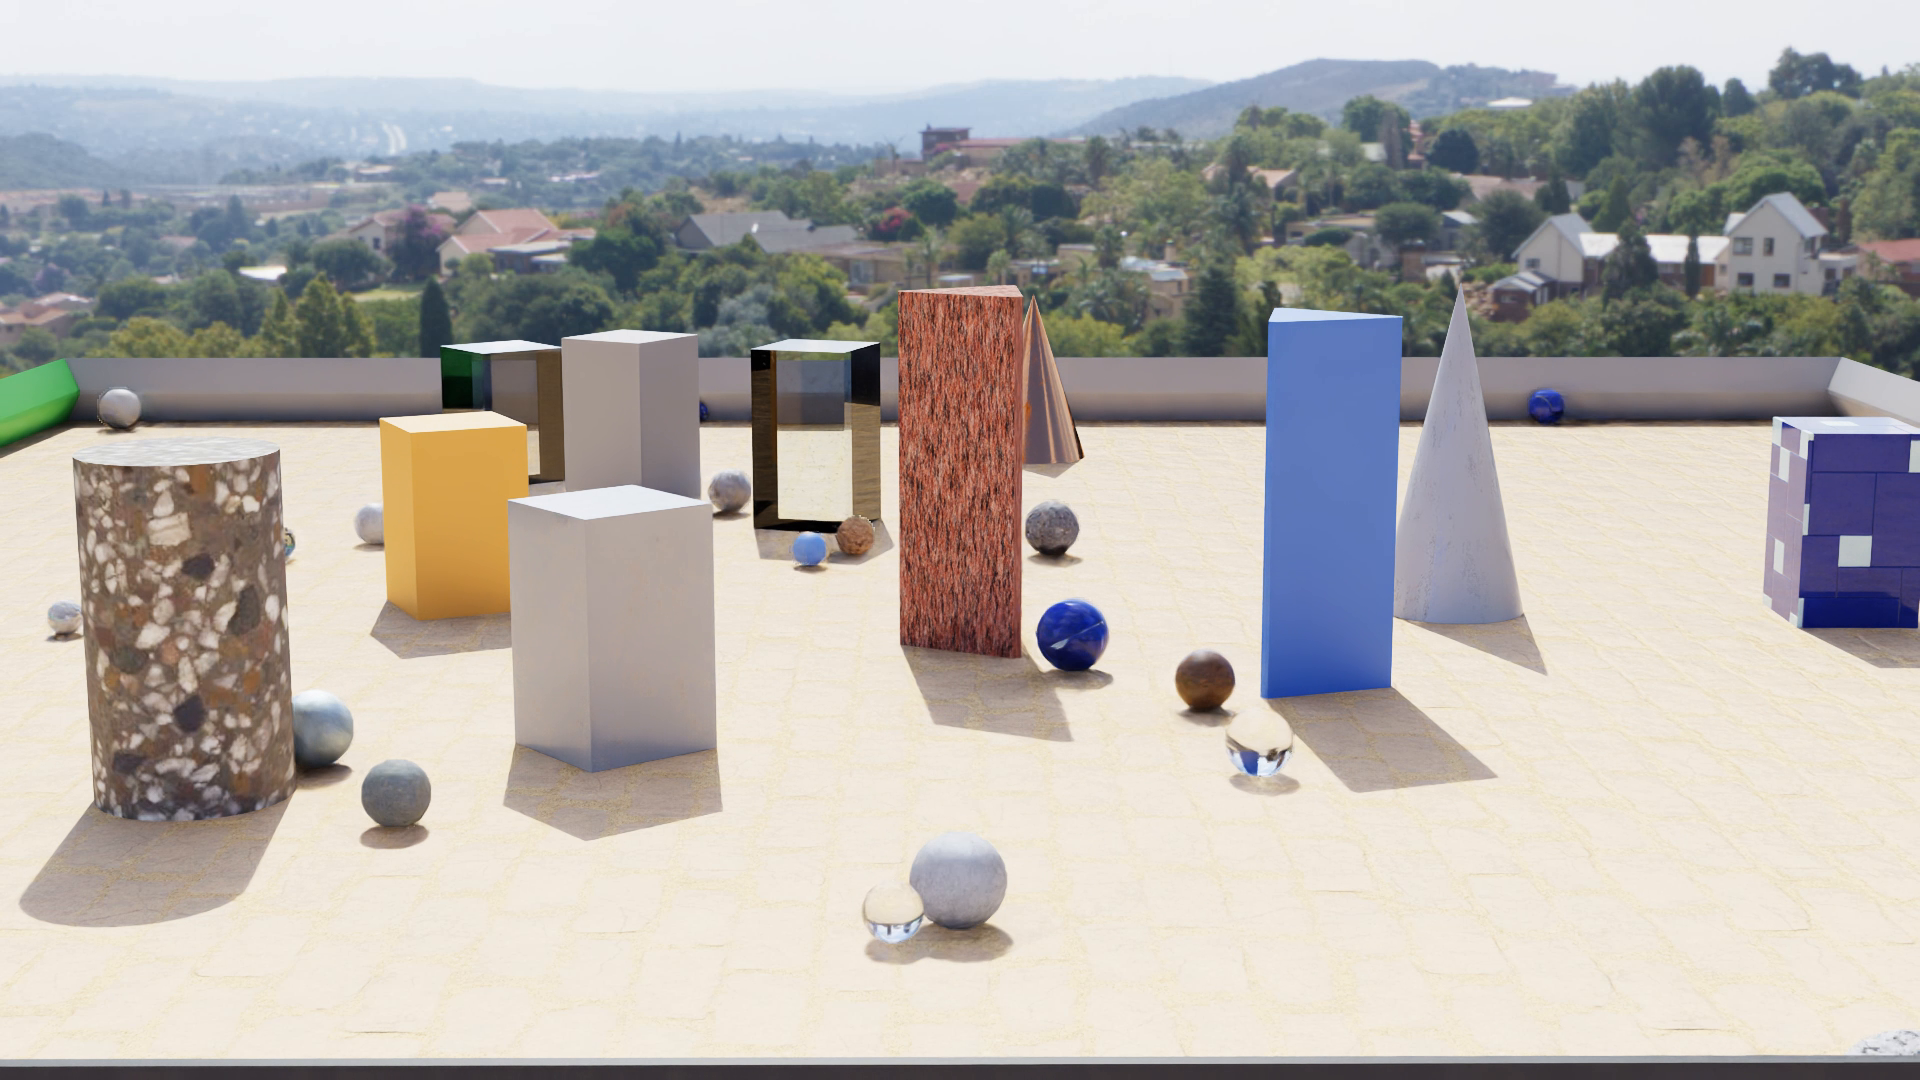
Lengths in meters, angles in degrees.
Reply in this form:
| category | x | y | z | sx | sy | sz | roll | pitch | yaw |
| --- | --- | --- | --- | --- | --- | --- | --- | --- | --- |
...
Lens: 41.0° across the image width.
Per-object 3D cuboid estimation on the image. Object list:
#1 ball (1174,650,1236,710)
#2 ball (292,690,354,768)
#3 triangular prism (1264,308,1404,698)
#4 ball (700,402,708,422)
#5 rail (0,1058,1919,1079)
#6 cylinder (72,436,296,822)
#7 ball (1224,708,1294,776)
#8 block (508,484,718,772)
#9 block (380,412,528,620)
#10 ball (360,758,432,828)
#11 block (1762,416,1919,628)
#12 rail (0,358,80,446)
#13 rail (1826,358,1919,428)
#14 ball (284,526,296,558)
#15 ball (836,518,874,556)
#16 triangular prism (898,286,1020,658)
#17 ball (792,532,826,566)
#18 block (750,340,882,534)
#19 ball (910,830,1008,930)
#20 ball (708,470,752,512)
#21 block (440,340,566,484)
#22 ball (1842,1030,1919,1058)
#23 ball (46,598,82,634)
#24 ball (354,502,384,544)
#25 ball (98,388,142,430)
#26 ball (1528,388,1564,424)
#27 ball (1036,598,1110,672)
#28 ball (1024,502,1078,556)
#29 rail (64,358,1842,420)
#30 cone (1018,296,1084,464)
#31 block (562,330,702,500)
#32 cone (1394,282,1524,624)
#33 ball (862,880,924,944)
| category | x | y | z | sx | sy | sz | roll | pitch | yaw |
| --- | --- | --- | --- | --- | --- | --- | --- | --- | --- |
| ball | 0.279 | 0.160 | 2.929 | 0.070 | 0.070 | 0.070 | 0 | 10 | 0 |
| ball | -0.677 | 0.198 | 2.692 | 0.081 | 0.081 | 0.081 | 0 | 10 | 0 |
| triangular prism | 0.407 | -0.049 | 3.045 | 0.171 | 0.439 | 0.148 | -4 | 11 | -20 |
| ball | -0.540 | -0.263 | 5.283 | 0.043 | 0.043 | 0.043 | 0 | 10 | 0 |
| rail | 0.011 | 0.376 | 1.599 | 3.684 | 0.128 | 0.045 | 0 | 10 | 0 |
| cylinder | -0.773 | 0.084 | 2.567 | 0.197 | 0.350 | 0.197 | 0 | 10 | 0 |
| ball | 0.310 | 0.209 | 2.658 | 0.071 | 0.071 | 0.071 | 0 | 10 | 0 |
| block | -0.373 | 0.091 | 2.757 | 0.158 | 0.268 | 0.158 | -9 | 14 | -39 |
| block | -0.685 | -0.036 | 3.486 | 0.158 | 0.252 | 0.158 | -5 | 12 | -27 |
| ball | -0.544 | 0.245 | 2.477 | 0.067 | 0.067 | 0.067 | 0 | 10 | 0 |
| block | 1.177 | -0.025 | 3.415 | 0.158 | 0.257 | 0.158 | 0 | 10 | 1 |
| rail | -1.818 | 0.035 | 3.439 | 0.045 | 0.128 | 3.810 | 0 | 10 | 0 |
| rail | 1.818 | 0.031 | 3.459 | 0.045 | 0.128 | 3.810 | 0 | 10 | 0 |
| ball | -1.016 | 0.004 | 3.823 | 0.051 | 0.051 | 0.051 | 0 | 10 | 0 |
| ball | -0.158 | -0.005 | 3.855 | 0.057 | 0.057 | 0.057 | 0 | 10 | 0 |
| triangular prism | 0.032 | -0.093 | 3.253 | 0.171 | 0.449 | 0.148 | 6 | 12 | 28 |
| ball | -0.222 | 0.014 | 3.772 | 0.050 | 0.050 | 0.050 | 0 | 10 | 0 |
| block | -0.229 | -0.168 | 4.103 | 0.158 | 0.286 | 0.158 | 4 | 11 | 19 |
| ball | -0.002 | 0.290 | 2.189 | 0.084 | 0.084 | 0.084 | 0 | 10 | 0 |
| ball | -0.379 | -0.081 | 4.225 | 0.071 | 0.071 | 0.071 | 0 | 10 | 0 |
| block | -0.808 | -0.224 | 4.544 | 0.158 | 0.237 | 0.158 | -8 | 13 | -38 |
| ball | 0.625 | 0.374 | 1.696 | 0.098 | 0.098 | 0.098 | 0 | 10 | 0 |
| ball | -1.157 | 0.100 | 3.318 | 0.046 | 0.046 | 0.046 | 0 | 10 | 0 |
| ball | -0.900 | -0.026 | 3.945 | 0.064 | 0.064 | 0.064 | 0 | 10 | 0 |
| ball | -1.699 | -0.265 | 5.190 | 0.082 | 0.082 | 0.082 | 0 | 10 | 0 |
| ball | 1.203 | -0.274 | 5.263 | 0.072 | 0.072 | 0.072 | 0 | 10 | 0 |
| ball | 0.137 | 0.116 | 3.115 | 0.089 | 0.089 | 0.089 | 0 | 10 | 0 |
| ball | 0.137 | -0.017 | 3.852 | 0.082 | 0.082 | 0.082 | 0 | 10 | 0 |
| rail | -0.011 | -0.310 | 5.299 | 3.684 | 0.128 | 0.045 | 0 | 10 | 0 |
| cone | 0.137 | -0.309 | 4.812 | 0.197 | 0.306 | 0.197 | 0 | 10 | 0 |
| block | -0.537 | -0.189 | 4.205 | 0.158 | 0.291 | 0.158 | 6 | 12 | 30 |
| cone | 0.664 | -0.124 | 3.440 | 0.197 | 0.443 | 0.197 | 0 | 10 | 0 |
| ball | -0.057 | 0.312 | 2.155 | 0.053 | 0.053 | 0.053 | 0 | 10 | 0 |
